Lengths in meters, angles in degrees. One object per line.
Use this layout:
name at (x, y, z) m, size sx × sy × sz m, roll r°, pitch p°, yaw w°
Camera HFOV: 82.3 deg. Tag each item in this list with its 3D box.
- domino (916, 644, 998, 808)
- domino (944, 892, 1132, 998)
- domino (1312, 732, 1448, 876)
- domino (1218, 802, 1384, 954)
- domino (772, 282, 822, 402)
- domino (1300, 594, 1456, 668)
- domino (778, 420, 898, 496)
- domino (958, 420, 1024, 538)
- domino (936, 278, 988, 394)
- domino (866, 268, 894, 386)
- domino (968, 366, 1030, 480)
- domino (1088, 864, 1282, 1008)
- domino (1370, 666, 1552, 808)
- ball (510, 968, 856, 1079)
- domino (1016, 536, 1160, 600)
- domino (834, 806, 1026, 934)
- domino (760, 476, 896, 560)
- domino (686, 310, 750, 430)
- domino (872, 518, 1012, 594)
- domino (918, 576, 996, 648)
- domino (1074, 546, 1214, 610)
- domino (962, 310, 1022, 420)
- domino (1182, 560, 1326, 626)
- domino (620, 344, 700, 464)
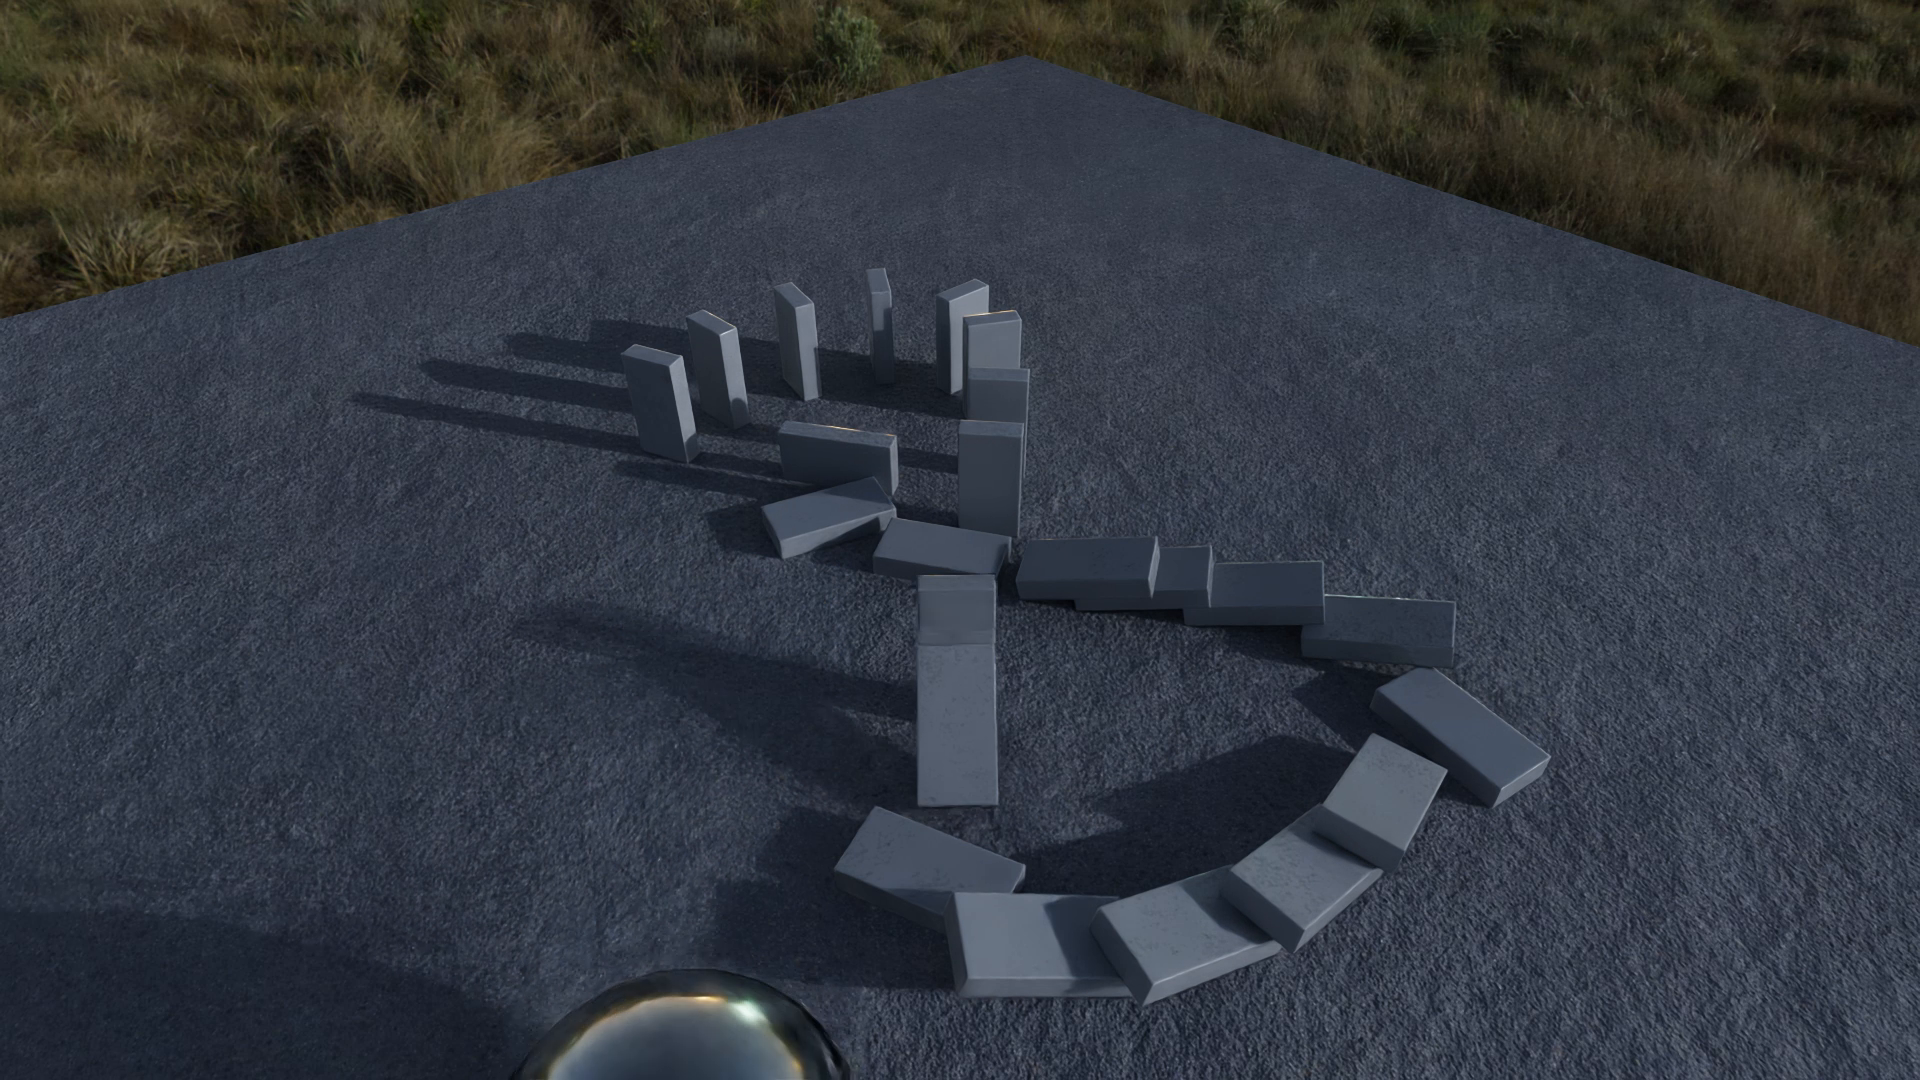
domino at (-0.001, 0.059, 0.350) m, size 0.025 × 0.010 × 0.050 m, roll -1°, pitch 74°, yaw -1°
domino at (0.022, 0.110, 0.298) m, size 0.050 × 0.010 × 0.025 m, roll 7°, pitch 38°, yaw -17°
domino at (0.129, 0.079, 0.337) m, size 0.025 × 0.010 × 0.050 m, roll 26°, pitch 32°, yaw 27°
domino at (0.100, 0.096, 0.317) m, size 0.050 × 0.009 × 0.025 m, roll -17°, pitch 40°, yaw -41°
domino at (-0.078, -0.095, 0.527) m, size 0.009 × 0.050 × 0.025 m, roll -21°, pitch 44°, yaw -24°
domino at (0.150, 0.032, 0.395) m, size 0.050 × 0.010 × 0.025 m, roll 2°, pitch 37°, yaw 26°
domino at (-0.052, -0.035, 0.474) m, size 0.050 × 0.025 × 0.010 m, roll 9°, pitch 40°, yaw 11°
domino at (0.012, -0.024, 0.441) m, size 0.025 × 0.050 × 0.009 m, roll 4°, pitch 39°, yaw 4°
domino at (0.001, -0.098, 0.531) m, size 0.025 × 0.050 × 0.009 m, roll -29°, pitch 48°, yaw -31°
domino at (-0.039, -0.104, 0.539) m, size 0.009 × 0.050 × 0.025 m, roll -6°, pitch 40°, yaw -8°
domino at (0.016, -0.050, 0.472) m, size 0.025 × 0.050 × 0.009 m, roll 3°, pitch 39°, yaw 4°
domino at (0.063, 0.107, 0.302) m, size 0.050 × 0.009 × 0.025 m, roll -6°, pitch 37°, yaw -31°
domino at (0.165, 0.064, 0.366) m, size 0.025 × 0.010 × 0.050 m, roll -21°, pitch 44°, yaw -24°
ball at (-0.058, 0.131, 0.227) m, size 0.080 × 0.080 × 0.080 m, roll 0°, pitch 39°, yaw 0°
domino at (0.048, 0.011, 0.414) m, size 0.050 × 0.010 × 0.025 m, roll -1°, pitch 38°, yaw 20°
domino at (-0.009, 0.099, 0.323) m, size 0.050 × 0.010 × 0.025 m, roll 17°, pitch 42°, yaw 19°
domino at (-0.054, -0.010, 0.455) m, size 0.050 × 0.010 × 0.025 m, roll -16°, pitch 42°, yaw -19°
domino at (-0.111, -0.078, 0.507) m, size 0.025 × 0.050 × 0.010 m, roll 31°, pitch 49°, yaw 32°
domino at (-0.007, 0.006, 0.436) m, size 0.050 × 0.010 × 0.025 m, roll 9°, pitch 40°, yaw 11°
domino at (-0.001, 0.036, 0.367) m, size 0.025 × 0.050 × 0.009 m, roll -1°, pitch 26°, yaw -1°
domino at (0.070, 0.015, 0.417) m, size 0.050 × 0.009 × 0.025 m, roll -2°, pitch 37°, yaw 19°
domino at (0.014, -0.080, 0.510) m, size 0.025 × 0.050 × 0.009 m, roll -9°, pitch 40°, yaw -11°
domino at (0.110, 0.020, 0.411) m, size 0.050 × 0.009 × 0.025 m, roll -2°, pitch 38°, yaw 18°
domino at (-0.131, -0.059, 0.484) m, size 0.025 × 0.050 × 0.009 m, roll 16°, pitch 42°, yaw 19°
